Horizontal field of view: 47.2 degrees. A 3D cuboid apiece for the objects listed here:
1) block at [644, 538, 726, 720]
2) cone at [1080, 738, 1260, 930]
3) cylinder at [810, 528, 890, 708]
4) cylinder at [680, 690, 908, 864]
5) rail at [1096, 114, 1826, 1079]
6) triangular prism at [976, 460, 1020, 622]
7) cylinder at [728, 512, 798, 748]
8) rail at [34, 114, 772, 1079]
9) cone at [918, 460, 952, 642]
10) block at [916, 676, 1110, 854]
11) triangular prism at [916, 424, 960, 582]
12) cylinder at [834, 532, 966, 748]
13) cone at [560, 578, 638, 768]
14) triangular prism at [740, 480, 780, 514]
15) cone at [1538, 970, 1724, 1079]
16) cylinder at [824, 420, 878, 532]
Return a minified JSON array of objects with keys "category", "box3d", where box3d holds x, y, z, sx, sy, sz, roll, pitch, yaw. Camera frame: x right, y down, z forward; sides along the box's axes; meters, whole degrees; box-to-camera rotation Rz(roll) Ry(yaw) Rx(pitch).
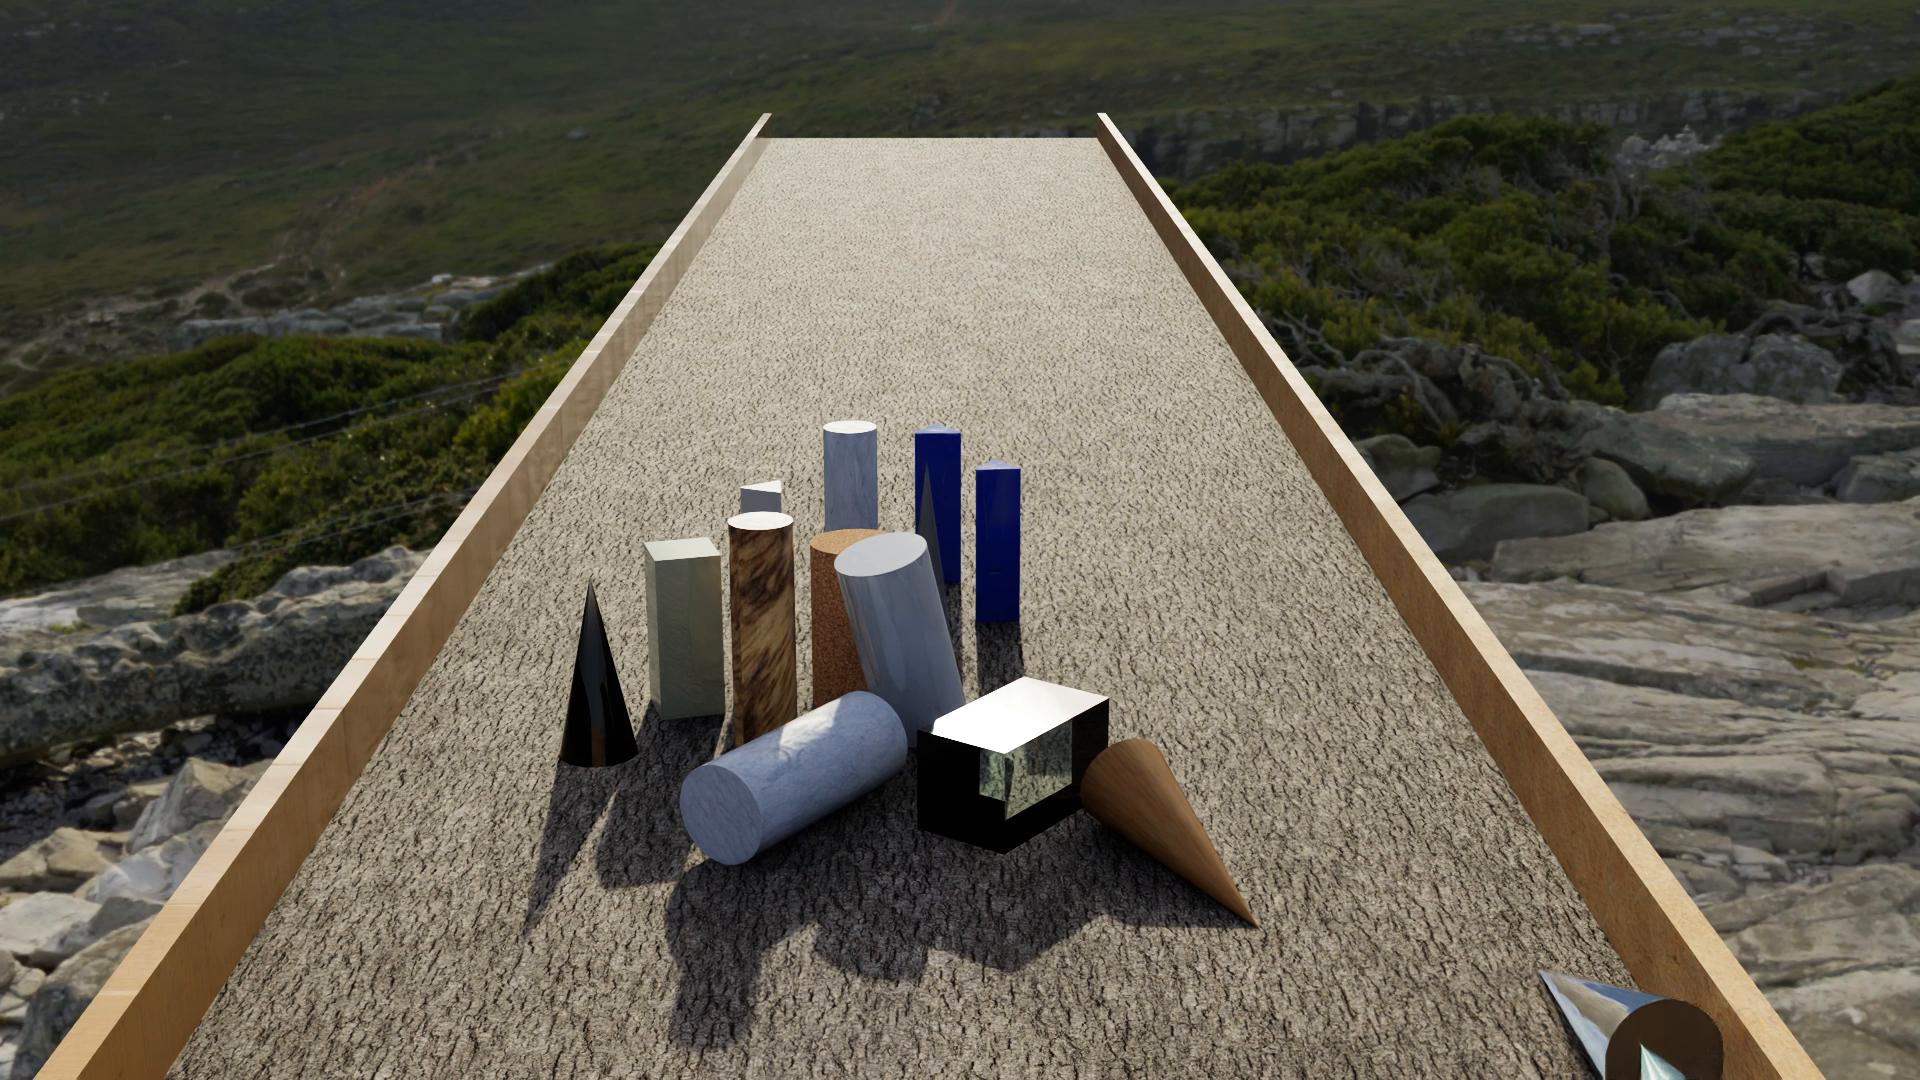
[{"category":"block","box3d":[-0.516,0.165,4.125,0.122,0.311,0.122,-5,17,-17]},{"category":"cone","box3d":[0.358,0.488,3.448,0.157,0.157,0.434,-8,29,-24]},{"category":"cylinder","box3d":[-0.195,0.153,4.163,0.172,0.313,0.172,0,17,0]},{"category":"cylinder","box3d":[-0.268,0.387,3.631,0.168,0.168,0.397,11,20,32]},{"category":"rail","box3d":[0.932,-0.844,7.801,0.050,0.150,12.000,0,17,-1]},{"category":"triangular prism","box3d":[0.075,0.001,4.638,0.092,0.333,0.080,-2,17,-6]},{"category":"cylinder","box3d":[-0.347,0.173,3.889,0.113,0.431,0.113,0,17,0]},{"category":"rail","box3d":[-1.118,-0.838,7.780,0.050,0.150,12.000,0,17,-1]},{"category":"cone","box3d":[-0.065,0.036,4.392,0.105,0.406,0.105,0,17,0]},{"category":"block","box3d":[0.091,0.371,3.673,0.175,0.175,0.309,12,20,34]},{"category":"triangular prism","box3d":[-0.050,-0.082,4.900,0.099,0.343,0.086,0,17,-1]},{"category":"cylinder","box3d":[-0.103,0.180,3.954,0.168,0.350,0.168,-11,24,5]},{"category":"cone","box3d":[-0.648,0.221,3.897,0.140,0.334,0.140,0,17,0]},{"category":"triangular prism","box3d":[-0.374,0.065,4.377,0.089,0.360,0.077,7,18,23]},{"category":"cone","box3d":[0.856,0.635,2.956,0.159,0.159,0.405,-2,6,-8]},{"category":"cylinder","box3d":[-0.230,-0.041,4.651,0.112,0.407,0.112,0,17,0]}]
